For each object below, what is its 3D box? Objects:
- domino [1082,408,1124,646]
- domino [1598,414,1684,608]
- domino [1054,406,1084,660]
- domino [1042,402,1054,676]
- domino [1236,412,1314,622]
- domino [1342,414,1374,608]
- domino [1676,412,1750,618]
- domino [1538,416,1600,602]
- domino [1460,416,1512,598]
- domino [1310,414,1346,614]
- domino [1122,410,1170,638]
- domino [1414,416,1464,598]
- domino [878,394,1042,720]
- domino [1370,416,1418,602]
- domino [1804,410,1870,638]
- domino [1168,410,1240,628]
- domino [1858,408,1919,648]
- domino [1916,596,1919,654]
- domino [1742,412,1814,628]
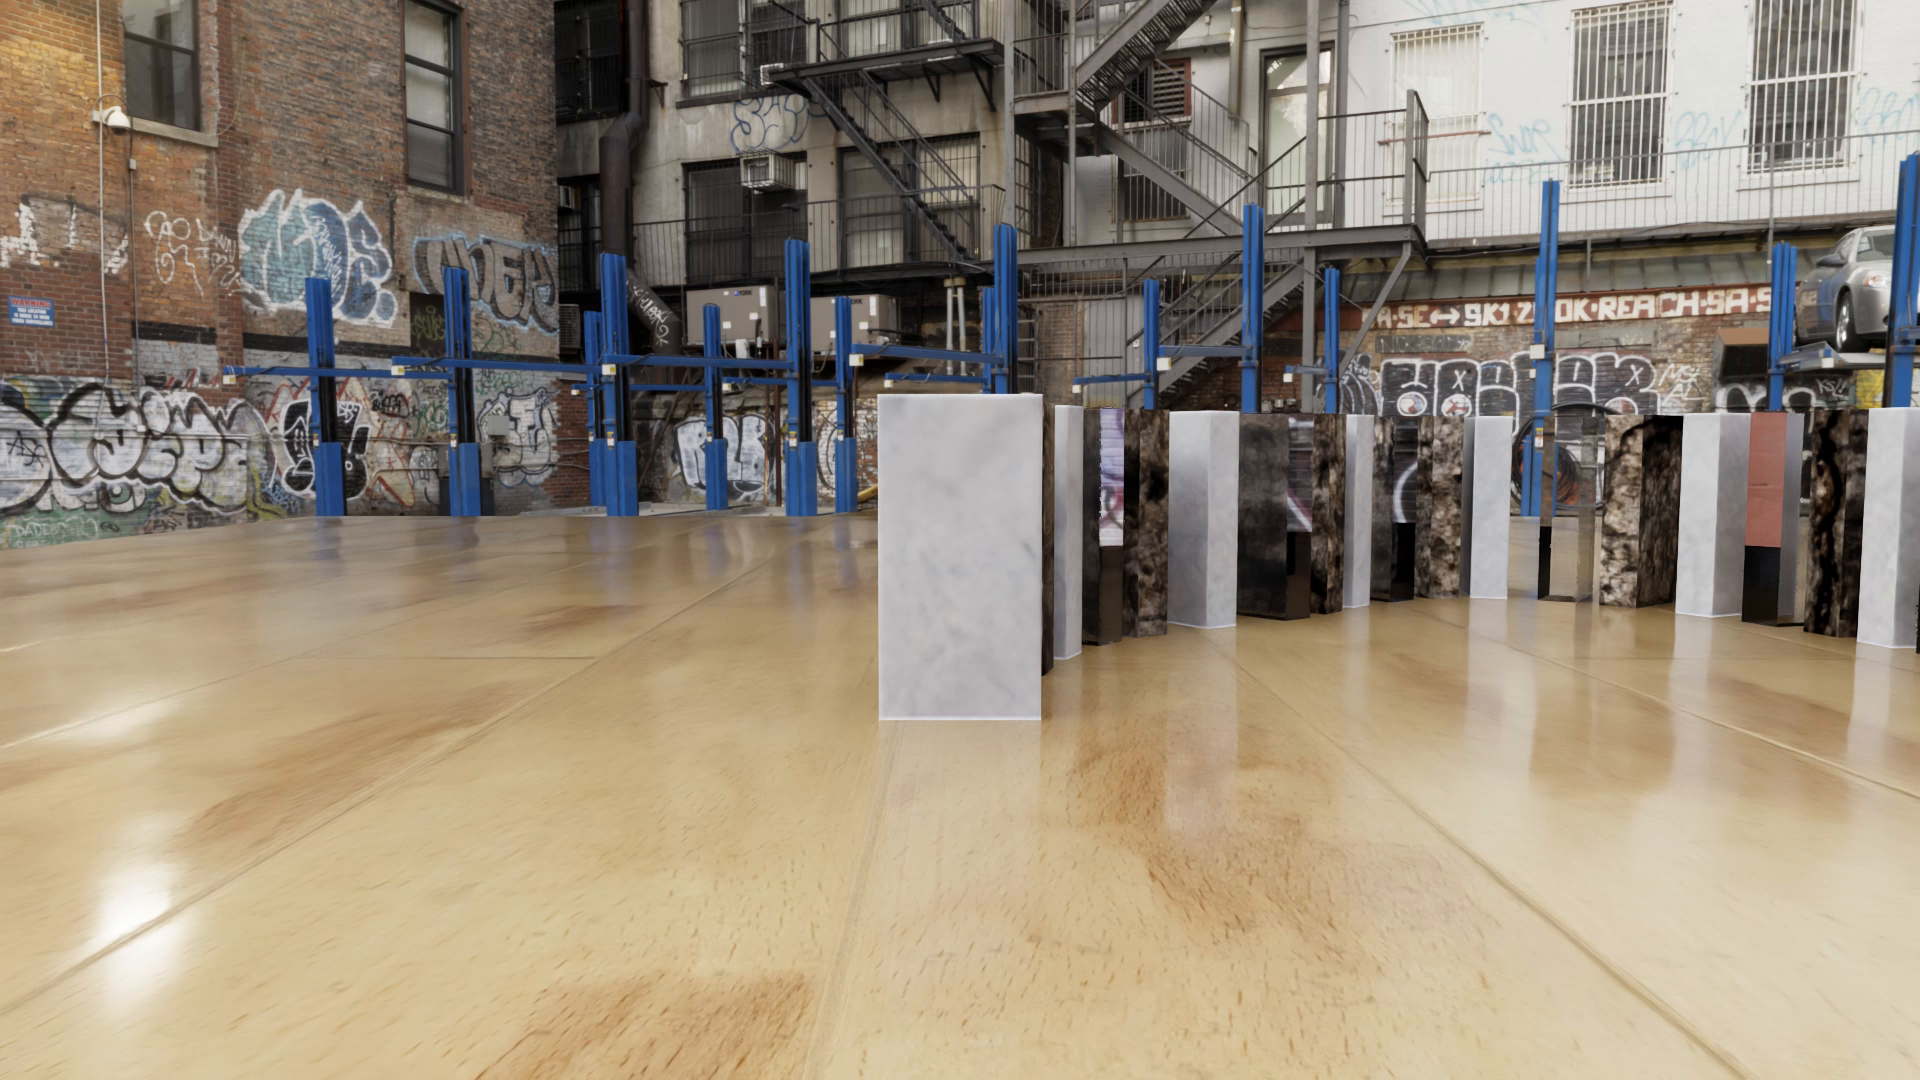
[{"bbox_3d":[0.022,-0.003,0.280,0.025,0.050,0.010,3,5,38],"label":"domino"},{"bbox_3d":[0.182,-0.008,0.342,0.025,0.050,0.009,-3,5,-38],"label":"domino"},{"bbox_3d":[0.011,-0.002,0.261,0.025,0.050,0.009,2,5,24],"label":"domino"},{"bbox_3d":[0.004,-0.001,0.241,0.025,0.050,0.009,1,4,16],"label":"domino"},{"bbox_3d":[0.074,-0.006,0.319,0.009,0.050,0.025,-3,5,-37],"label":"domino"},{"bbox_3d":[0.096,-0.008,0.343,0.025,0.050,0.009,4,6,44],"label":"domino"},{"bbox_3d":[0.194,-0.007,0.323,0.025,0.050,0.009,-2,5,-25],"label":"domino"},{"bbox_3d":[0.168,-0.009,0.355,0.009,0.050,0.025,3,5,36],"label":"domino"},{"bbox_3d":[0.149,-0.010,0.364,0.009,0.050,0.025,1,4,14],"label":"domino"},{"bbox_3d":[0.085,-0.007,0.330,0.025,0.050,0.009,4,6,40],"label":"domino"},{"bbox_3d":[0.035,-0.004,0.292,0.010,0.050,0.025,-4,6,-39],"label":"domino"},{"bbox_3d":[0.130,-0.010,0.364,0.010,0.050,0.025,-1,4,-16],"label":"domino"},{"bbox_3d":[0.000,0.002,0.201,0.025,0.050,0.010,0,4,0],"label":"domino"},{"bbox_3d":[0.113,-0.009,0.356,0.009,0.050,0.025,-3,5,-32],"label":"domino"},{"bbox_3d":[0.205,-0.004,0.287,0.025,0.050,0.009,-1,4,-9],"label":"domino"},{"bbox_3d":[0.054,-0.005,0.306,0.009,0.050,0.025,-3,5,-34],"label":"domino"},{"bbox_3d":[0.206,-0.003,0.271,0.025,0.050,0.009,0,4,-4],"label":"domino"},{"bbox_3d":[0.207,-0.002,0.254,0.025,0.050,0.009,0,4,1],"label":"domino"},{"bbox_3d":[0.201,-0.005,0.304,0.025,0.050,0.009,-1,4,-17],"label":"domino"}]
